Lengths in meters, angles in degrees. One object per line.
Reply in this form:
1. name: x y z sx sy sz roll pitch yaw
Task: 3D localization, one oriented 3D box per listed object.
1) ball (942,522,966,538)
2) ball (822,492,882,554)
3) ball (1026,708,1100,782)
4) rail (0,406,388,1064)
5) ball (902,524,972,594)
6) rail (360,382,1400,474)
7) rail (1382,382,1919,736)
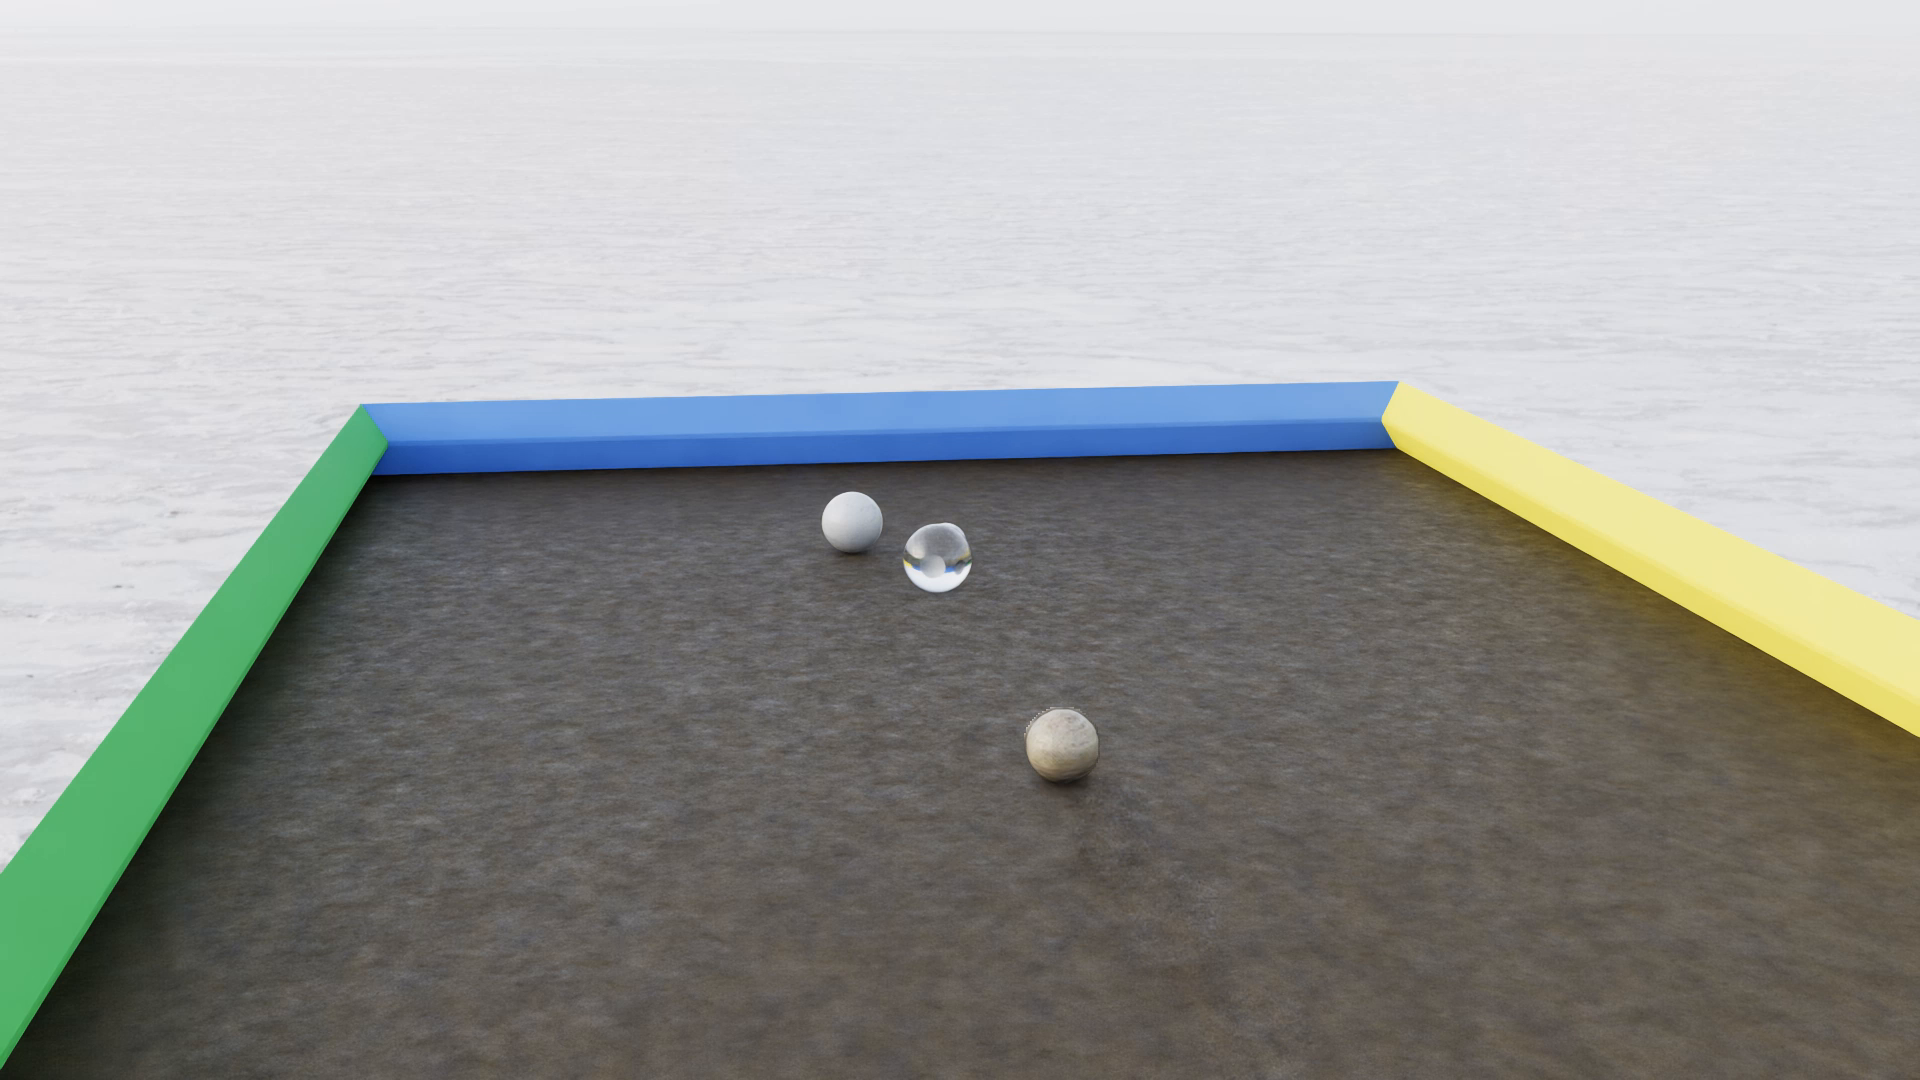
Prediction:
1. ball: -0.019 0.005 2.901 0.055 0.055 0.055 0 13 0
2. ball: -0.145 -0.024 2.963 0.083 0.083 0.083 0 13 0
3. ball: 0.096 0.193 2.057 0.069 0.069 0.069 0 13 0
4. rail: -0.717 0.172 2.042 0.045 0.113 2.984 -2 13 -8
5. ball: -0.028 0.023 2.751 0.087 0.087 0.087 0 13 0
6. rail: -0.100 -0.180 3.570 1.703 0.113 0.045 -2 13 -8
7. rail: 0.923 0.121 2.264 0.045 0.113 2.984 -2 13 -8
